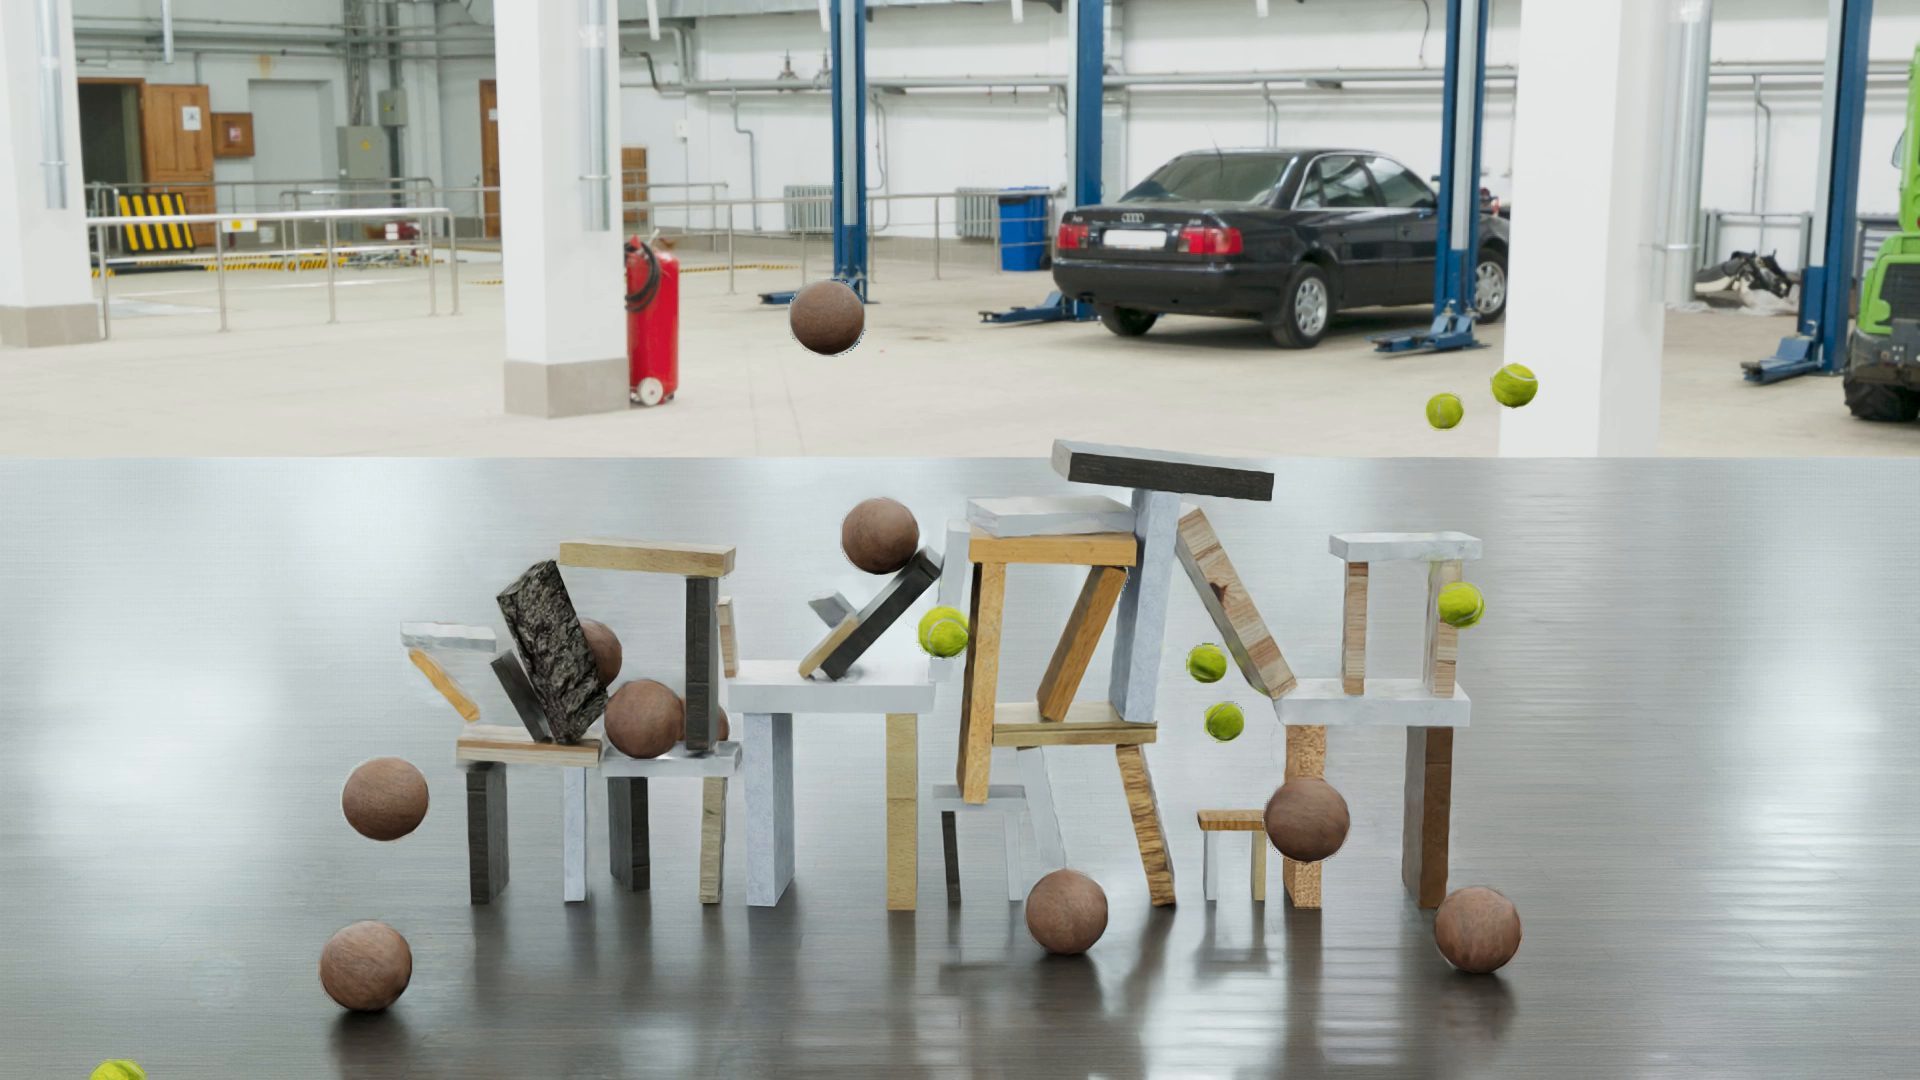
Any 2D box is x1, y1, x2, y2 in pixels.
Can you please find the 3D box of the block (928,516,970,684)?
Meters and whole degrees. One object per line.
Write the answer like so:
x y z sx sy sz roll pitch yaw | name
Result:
-0.018 0.096 3.582 0.035 0.249 0.125 7 11 -2 | block

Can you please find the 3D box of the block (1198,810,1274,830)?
0.456 0.464 3.644 0.120 0.017 0.060 0 11 0 | block

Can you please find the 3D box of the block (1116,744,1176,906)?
0.309 0.456 3.650 0.038 0.268 0.134 -13 9 7 | block

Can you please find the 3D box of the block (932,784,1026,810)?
0.031 0.427 3.644 0.153 0.022 0.077 0 11 0 | block

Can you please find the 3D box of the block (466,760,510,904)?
-0.782 0.477 3.650 0.032 0.227 0.113 2 12 5 | block

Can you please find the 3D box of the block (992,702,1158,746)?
0.181 0.303 3.632 0.268 0.038 0.134 -1 10 -5 | block

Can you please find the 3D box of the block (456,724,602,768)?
-0.709 0.339 3.633 0.227 0.032 0.113 4 8 -6 | block

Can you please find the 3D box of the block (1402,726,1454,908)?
0.774 0.440 3.647 0.043 0.303 0.152 0 10 0 | block

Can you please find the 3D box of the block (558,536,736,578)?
-0.516 0.027 3.643 0.269 0.038 0.135 4 5 2 | block

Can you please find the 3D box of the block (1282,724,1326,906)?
0.570 0.438 3.649 0.043 0.303 0.152 0 9 1 | block

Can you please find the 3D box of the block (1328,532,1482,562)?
0.723 0.011 3.576 0.221 0.031 0.110 -1 7 -8 | block

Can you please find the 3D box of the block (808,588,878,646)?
-0.196 0.133 3.688 0.061 0.122 0.017 -12 39 39 | block

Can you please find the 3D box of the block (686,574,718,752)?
-0.424 0.197 3.617 0.038 0.280 0.135 1 4 0 | block

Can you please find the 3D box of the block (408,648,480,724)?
-0.847 0.234 3.611 0.021 0.148 0.074 -41 16 -6 | block

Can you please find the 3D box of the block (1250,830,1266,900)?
0.496 0.531 3.657 0.017 0.120 0.060 0 11 0 | block

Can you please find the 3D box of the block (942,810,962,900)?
-0.015 0.513 3.660 0.022 0.153 0.076 -4 11 1 | block

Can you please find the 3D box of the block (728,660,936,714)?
-0.206 0.240 3.610 0.331 0.047 0.166 0 11 1 | block

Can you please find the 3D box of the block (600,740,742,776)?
-0.475 0.360 3.630 0.217 0.031 0.108 0 10 1 | block

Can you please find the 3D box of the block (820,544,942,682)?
-0.128 0.117 3.588 0.035 0.249 0.125 44 7 -8 | block

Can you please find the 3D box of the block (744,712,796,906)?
-0.317 0.423 3.662 0.047 0.331 0.166 1 11 7 | block

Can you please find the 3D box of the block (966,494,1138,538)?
0.150 -0.040 3.597 0.249 0.035 0.125 -2 14 -23 | block

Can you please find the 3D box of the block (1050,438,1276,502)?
0.328 -0.115 3.599 0.335 0.047 0.167 6 9 -9 | block

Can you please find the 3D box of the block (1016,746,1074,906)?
0.139 0.457 3.646 0.038 0.268 0.134 -12 10 2 | block

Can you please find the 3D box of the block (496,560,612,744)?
-0.662 0.183 3.599 0.038 0.269 0.135 -11 19 23 | block

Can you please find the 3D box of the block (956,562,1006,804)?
0.034 0.220 3.604 0.038 0.398 0.133 3 10 -6 | block

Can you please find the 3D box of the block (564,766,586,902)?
-0.639 0.474 3.658 0.032 0.227 0.113 0 8 -7 | block

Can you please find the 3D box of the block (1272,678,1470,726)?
0.674 0.266 3.624 0.303 0.043 0.152 0 9 3 | block

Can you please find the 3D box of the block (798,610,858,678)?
-0.215 0.171 3.582 0.017 0.122 0.061 44 7 -8 | block

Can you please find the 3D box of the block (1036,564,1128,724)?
0.198 0.157 3.599 0.038 0.266 0.133 22 9 -5 | block

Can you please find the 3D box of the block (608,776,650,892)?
-0.560 0.471 3.712 0.031 0.217 0.108 -6 12 -29 | block

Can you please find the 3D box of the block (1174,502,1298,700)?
0.438 0.098 3.629 0.047 0.335 0.167 -30 6 -3 | block

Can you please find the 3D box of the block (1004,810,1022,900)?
0.088 0.513 3.660 0.022 0.153 0.076 -4 11 0 | block

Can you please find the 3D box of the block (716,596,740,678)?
-0.378 0.158 3.591 0.017 0.122 0.061 -5 10 2 | block

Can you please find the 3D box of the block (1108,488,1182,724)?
0.300 0.096 3.604 0.047 0.375 0.167 5 9 -6 | block

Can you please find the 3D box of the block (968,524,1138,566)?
0.148 0.007 3.567 0.266 0.038 0.133 1 11 -1 | block

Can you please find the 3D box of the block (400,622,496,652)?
-0.841 0.159 3.613 0.148 0.021 0.074 5 12 -19 | block

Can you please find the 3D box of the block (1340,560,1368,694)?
0.647 0.134 3.610 0.031 0.221 0.110 1 8 6 | block

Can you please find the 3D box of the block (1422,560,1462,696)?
0.788 0.135 3.595 0.031 0.221 0.110 2 7 1 | block

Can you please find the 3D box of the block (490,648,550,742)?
-0.719 0.255 3.614 0.021 0.149 0.074 -28 7 4 | block

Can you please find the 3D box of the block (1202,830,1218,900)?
0.416 0.531 3.657 0.017 0.120 0.060 0 11 0 | block

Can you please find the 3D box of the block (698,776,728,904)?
-0.409 0.482 3.653 0.031 0.217 0.108 3 10 -1 | block

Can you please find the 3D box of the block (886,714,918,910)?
-0.095 0.426 3.644 0.047 0.331 0.166 0 11 0 | block
